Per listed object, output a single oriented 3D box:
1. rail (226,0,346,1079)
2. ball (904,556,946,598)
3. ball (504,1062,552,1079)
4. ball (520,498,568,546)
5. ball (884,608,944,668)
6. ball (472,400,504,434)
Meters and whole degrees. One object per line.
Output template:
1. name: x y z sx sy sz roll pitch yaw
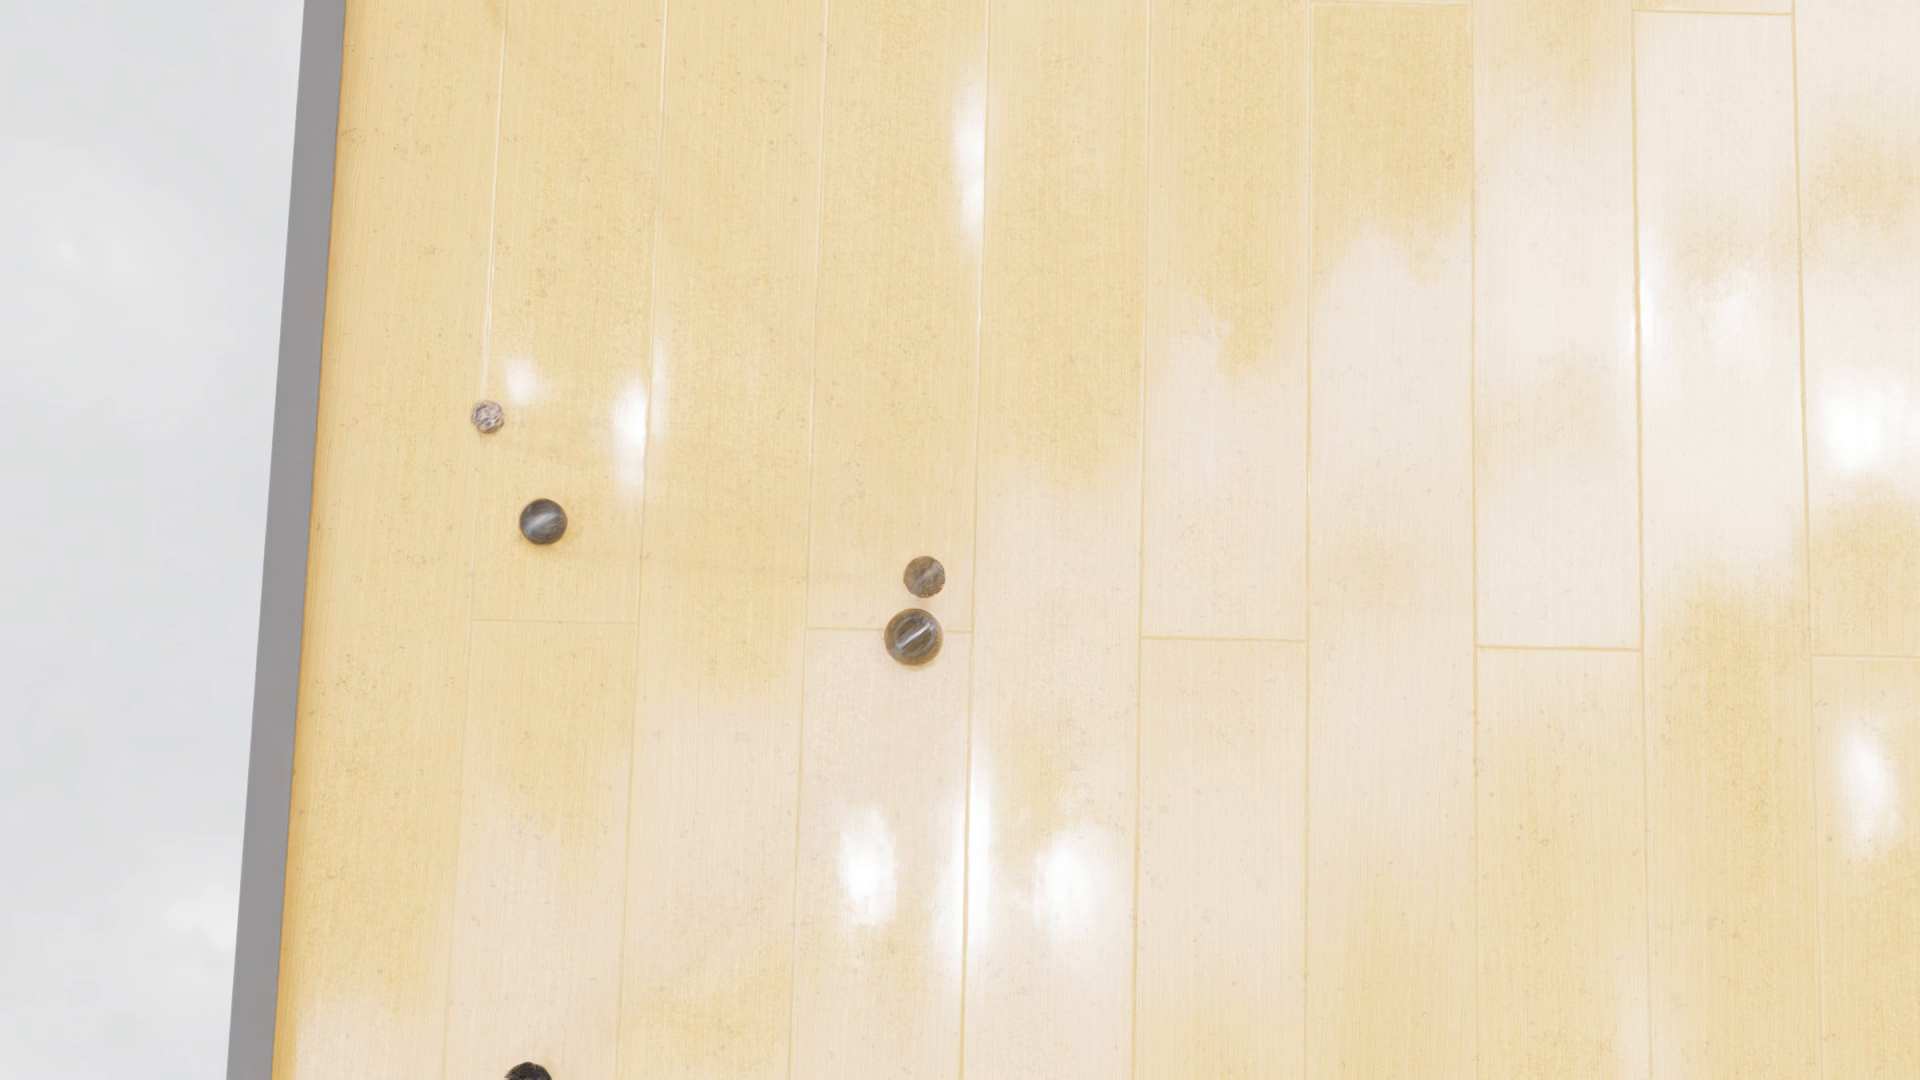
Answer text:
1. rail: -0.983 -0.029 3.248 0.045 0.114 2.269 2 82 0
2. ball: -0.052 0.055 3.262 0.064 0.064 0.064 0 82 0
3. ball: -0.620 0.785 3.154 0.072 0.072 0.072 0 82 0
4. ball: -0.619 -0.026 3.270 0.071 0.071 0.071 0 82 0
5. ball: -0.068 0.144 3.237 0.088 0.088 0.088 0 82 0
6. ball: -0.709 -0.185 3.304 0.050 0.050 0.050 0 82 0
